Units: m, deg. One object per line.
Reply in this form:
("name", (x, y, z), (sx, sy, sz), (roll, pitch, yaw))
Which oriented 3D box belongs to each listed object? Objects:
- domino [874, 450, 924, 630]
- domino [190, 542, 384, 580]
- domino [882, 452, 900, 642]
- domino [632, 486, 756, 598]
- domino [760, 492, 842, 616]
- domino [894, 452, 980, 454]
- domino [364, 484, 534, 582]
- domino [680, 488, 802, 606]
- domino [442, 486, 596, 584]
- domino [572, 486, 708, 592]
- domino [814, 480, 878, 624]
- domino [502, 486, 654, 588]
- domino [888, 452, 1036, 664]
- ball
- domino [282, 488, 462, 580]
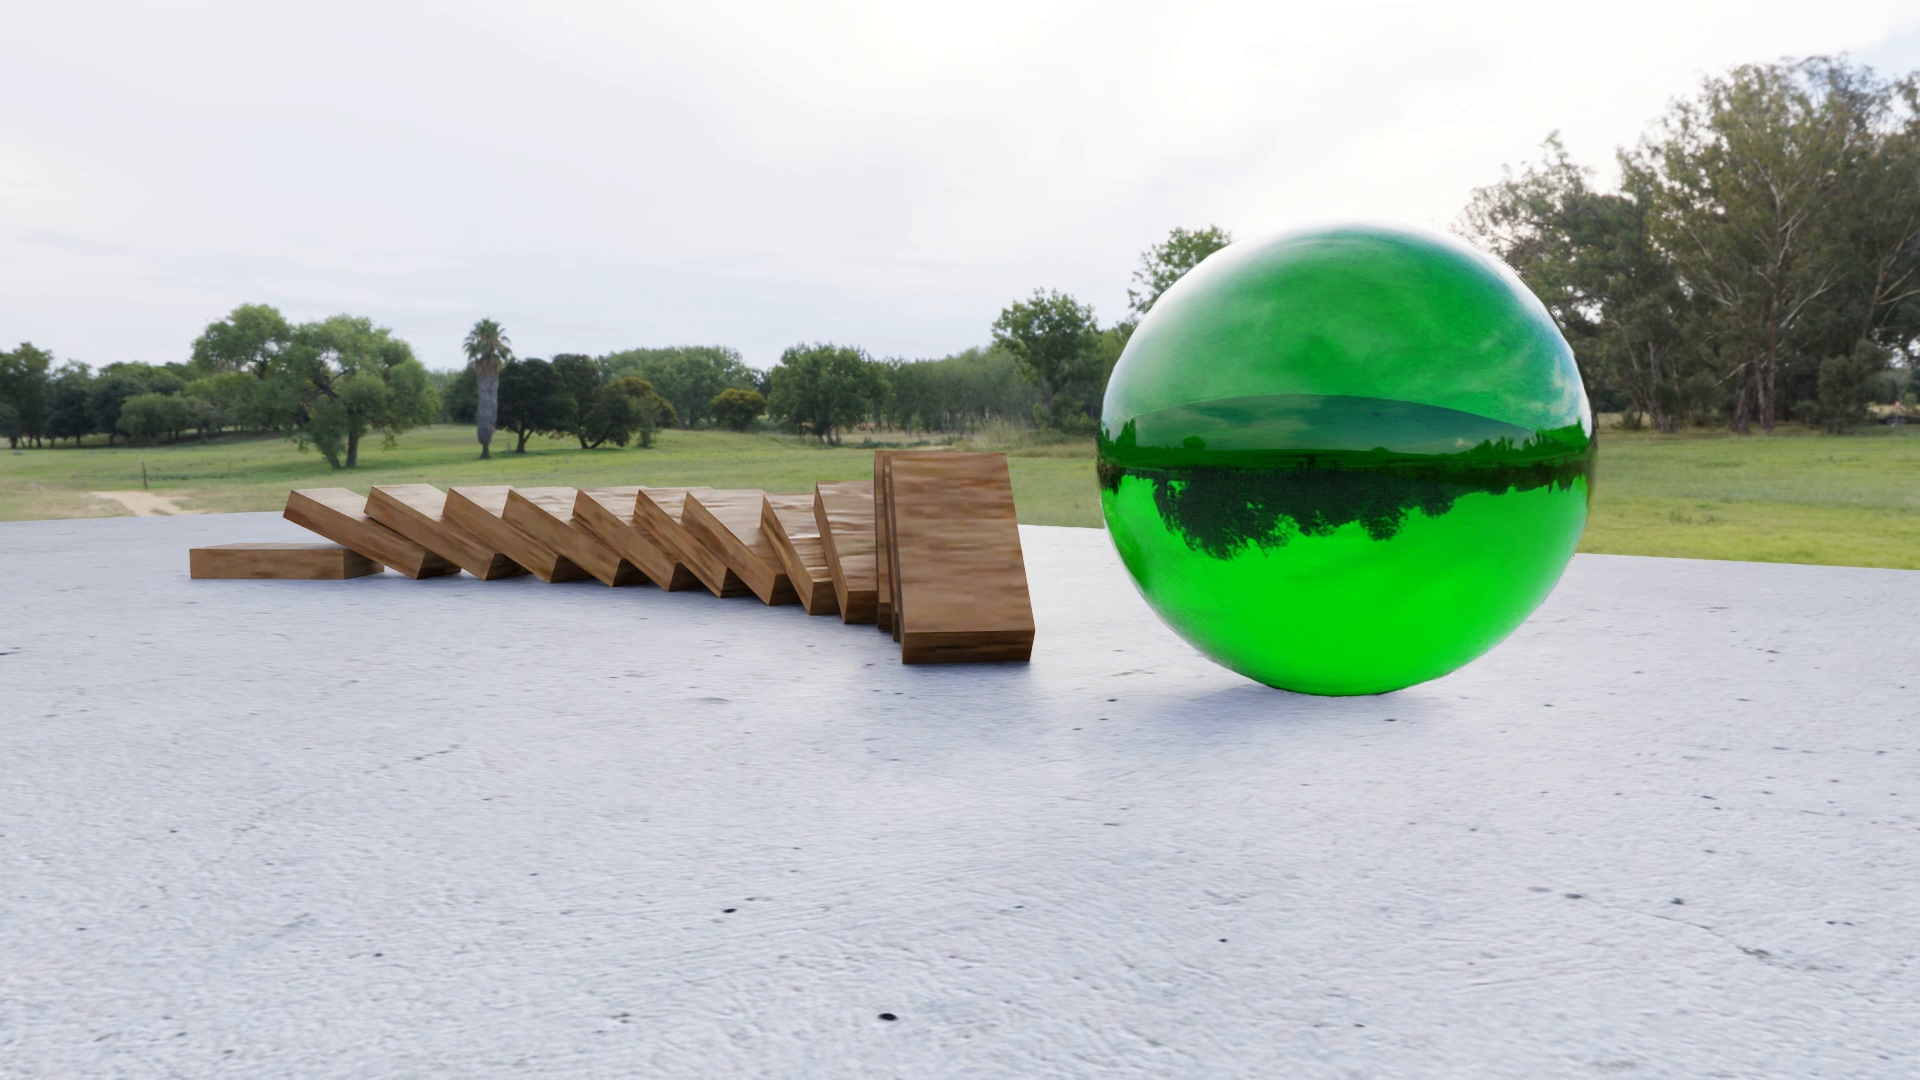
("domino", (-0.007, -0.001, 0.306), (0.025, 0.009, 0.050), (0, 46, -6))
("domino", (-0.217, 0.007, 0.416), (0.050, 0.009, 0.025), (0, 4, 3))
("domino", (-0.004, 0.000, 0.292), (0.025, 0.009, 0.050), (-1, 46, -7))
("domino", (-0.072, 0.000, 0.376), (0.025, 0.009, 0.050), (-4, 30, -44))
("domino", (-0.034, 0.003, 0.341), (0.025, 0.010, 0.050), (-2, 28, -24))
("domino", (-0.001, 0.001, 0.278), (0.025, 0.010, 0.050), (-1, 46, -7))
("domino", (-0.164, -0.003, 0.415), (0.050, 0.009, 0.025), (26, 11, 14))
("domino", (-0.055, 0.001, 0.360), (0.025, 0.009, 0.050), (-4, 30, -41))
("domino", (-0.138, -0.003, 0.411), (0.050, 0.009, 0.025), (28, 16, 23))
("domino", (-0.093, -0.001, 0.390), (0.050, 0.010, 0.025), (32, 22, 32))
("domino", (-0.021, 0.002, 0.323), (0.025, 0.010, 0.050), (-1, 34, -16))
("domino", (-0.116, -0.002, 0.401), (0.050, 0.009, 0.025), (28, 17, 24))
("domino", (-0.001, 0.003, 0.264), (0.025, 0.010, 0.050), (-1, 46, -7))
("ball", (0.063, -0.014, 0.216), (0.080, 0.080, 0.080), (0, 4, 0))
("domino", (-0.189, -0.003, 0.416), (0.050, 0.009, 0.025), (23, 8, 8))
